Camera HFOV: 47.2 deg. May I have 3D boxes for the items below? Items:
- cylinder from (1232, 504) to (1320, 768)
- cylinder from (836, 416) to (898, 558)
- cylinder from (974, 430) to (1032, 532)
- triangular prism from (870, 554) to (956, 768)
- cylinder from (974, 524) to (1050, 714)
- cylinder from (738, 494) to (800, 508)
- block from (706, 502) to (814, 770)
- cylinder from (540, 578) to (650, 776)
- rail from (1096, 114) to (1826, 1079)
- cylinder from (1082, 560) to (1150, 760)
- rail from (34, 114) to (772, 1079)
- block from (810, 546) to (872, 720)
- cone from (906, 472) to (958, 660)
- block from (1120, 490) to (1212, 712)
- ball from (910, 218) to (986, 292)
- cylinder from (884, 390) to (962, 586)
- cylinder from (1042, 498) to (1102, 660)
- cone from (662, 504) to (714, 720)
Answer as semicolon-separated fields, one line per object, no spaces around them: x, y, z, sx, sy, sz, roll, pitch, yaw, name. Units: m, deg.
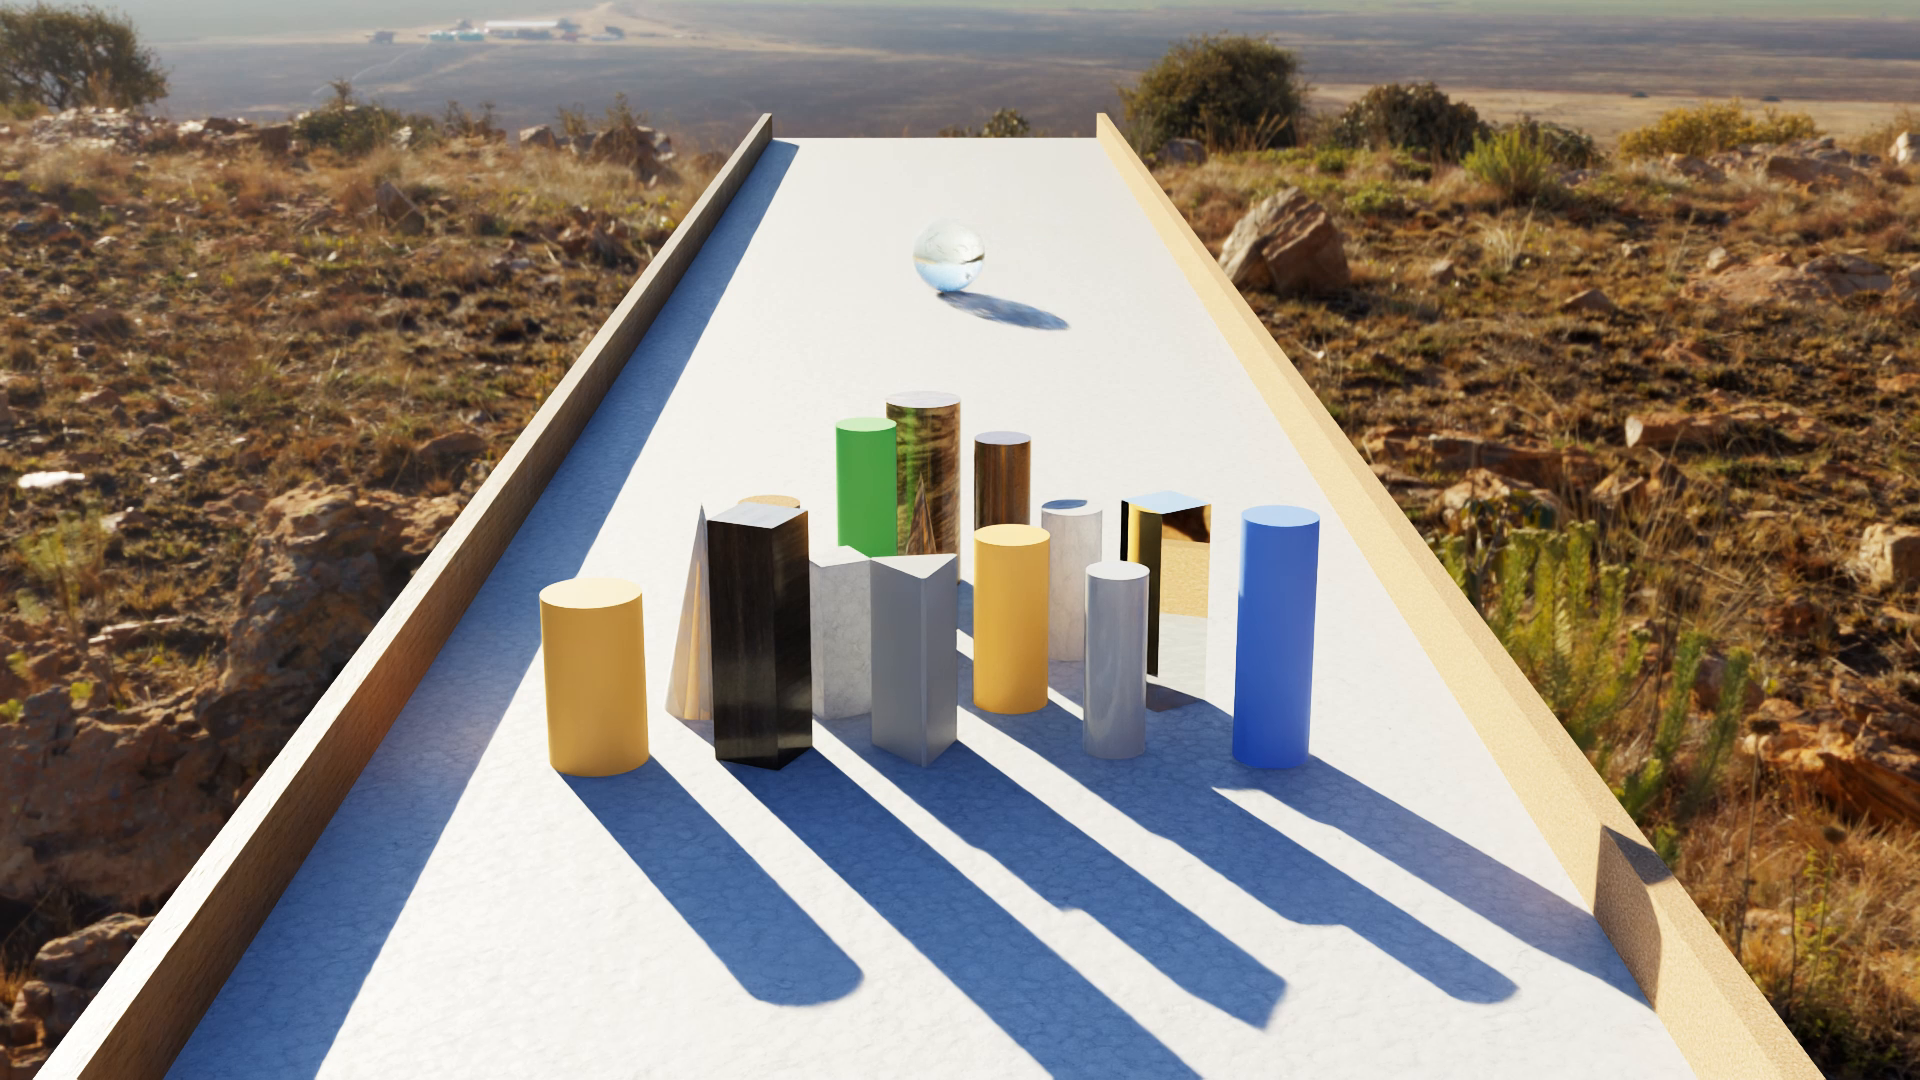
0.555;0.171;3.873;0.136;0.445;0.136;0;17;0;cylinder
-0.196;-0.043;4.642;0.128;0.415;0.128;0;17;0;cylinder
0.090;-0.030;4.657;0.120;0.383;0.120;0;17;0;cylinder
-0.059;0.205;3.923;0.132;0.350;0.153;-13;21;-37;triangular prism
0.096;0.148;4.149;0.143;0.330;0.143;0;17;0;cylinder
-0.376;0.083;4.379;0.124;0.325;0.124;0;17;0;cylinder
-0.351;0.169;3.881;0.128;0.444;0.128;8;18;24;block
-0.643;0.240;3.877;0.177;0.310;0.177;0;17;0;cylinder
0.932;-0.844;7.801;0.050;0.150;12.000;0;17;-1;rail
0.277;0.214;3.918;0.112;0.336;0.112;0;17;0;cylinder
-1.118;-0.838;7.780;0.050;0.150;12.000;0;17;-1;rail
-0.231;0.174;4.116;0.102;0.300;0.102;-9;19;-27;block
-0.077;0.051;4.368;0.143;0.391;0.143;0;17;0;cone
0.385;0.115;4.158;0.119;0.389;0.119;-11;20;-33;block
-0.046;-1.087;8.382;0.284;0.284;0.284;0;17;0;ball
-0.081;-0.108;4.860;0.167;0.416;0.167;0;17;0;cylinder
0.223;0.080;4.426;0.123;0.303;0.123;0;17;0;cylinder
-0.478;0.119;4.125;0.174;0.399;0.174;0;17;0;cone
